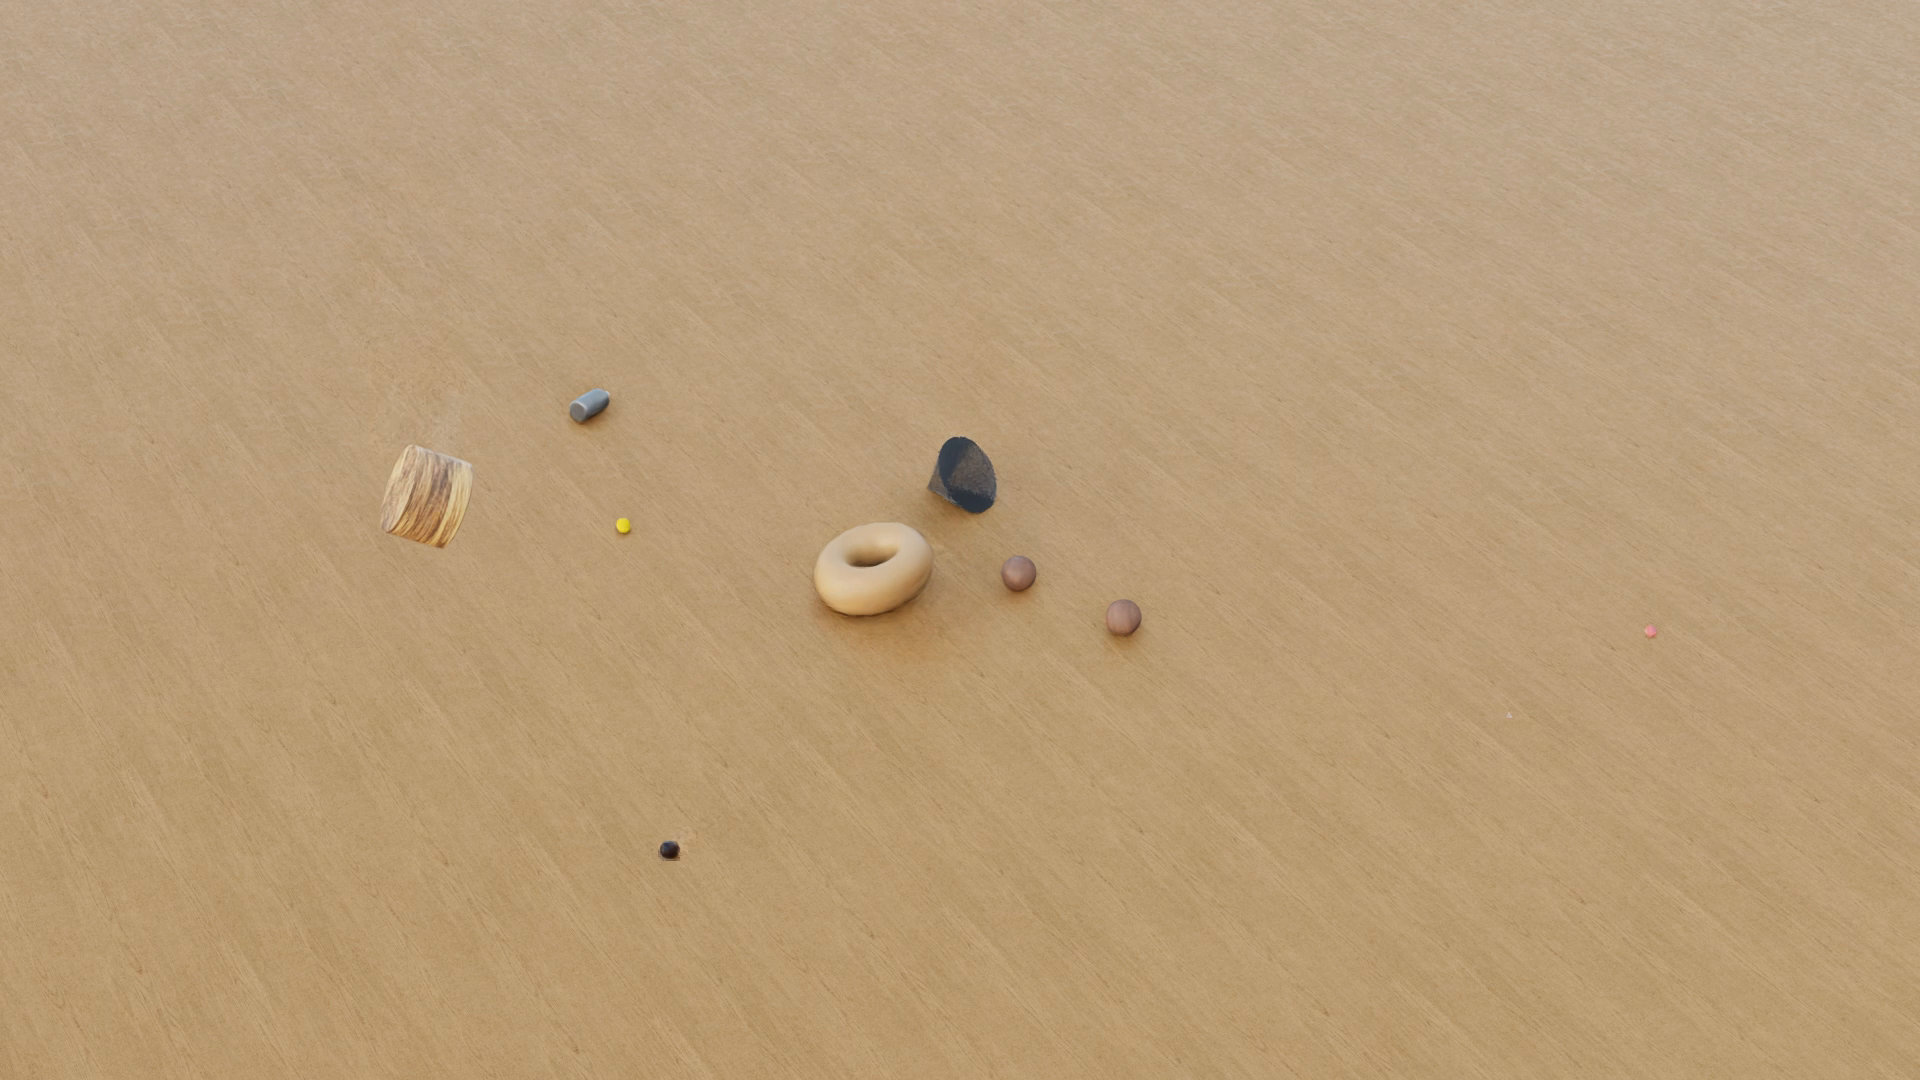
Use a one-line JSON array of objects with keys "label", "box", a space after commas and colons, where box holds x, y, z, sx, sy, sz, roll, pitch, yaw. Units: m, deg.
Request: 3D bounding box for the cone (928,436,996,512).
[{"label": "cone", "box": [-0.048, -0.226, 11.170, 0.234, 0.312, 0.267, -15, 29, 47]}]

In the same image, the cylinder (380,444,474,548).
[{"label": "cylinder", "box": [-1.880, -0.153, 10.343, 0.217, 0.324, 0.233, 18, 3, -32]}]

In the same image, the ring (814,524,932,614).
[{"label": "ring", "box": [-0.313, 0.102, 10.612, 0.414, 0.177, 0.474, 15, 38, 32]}]
